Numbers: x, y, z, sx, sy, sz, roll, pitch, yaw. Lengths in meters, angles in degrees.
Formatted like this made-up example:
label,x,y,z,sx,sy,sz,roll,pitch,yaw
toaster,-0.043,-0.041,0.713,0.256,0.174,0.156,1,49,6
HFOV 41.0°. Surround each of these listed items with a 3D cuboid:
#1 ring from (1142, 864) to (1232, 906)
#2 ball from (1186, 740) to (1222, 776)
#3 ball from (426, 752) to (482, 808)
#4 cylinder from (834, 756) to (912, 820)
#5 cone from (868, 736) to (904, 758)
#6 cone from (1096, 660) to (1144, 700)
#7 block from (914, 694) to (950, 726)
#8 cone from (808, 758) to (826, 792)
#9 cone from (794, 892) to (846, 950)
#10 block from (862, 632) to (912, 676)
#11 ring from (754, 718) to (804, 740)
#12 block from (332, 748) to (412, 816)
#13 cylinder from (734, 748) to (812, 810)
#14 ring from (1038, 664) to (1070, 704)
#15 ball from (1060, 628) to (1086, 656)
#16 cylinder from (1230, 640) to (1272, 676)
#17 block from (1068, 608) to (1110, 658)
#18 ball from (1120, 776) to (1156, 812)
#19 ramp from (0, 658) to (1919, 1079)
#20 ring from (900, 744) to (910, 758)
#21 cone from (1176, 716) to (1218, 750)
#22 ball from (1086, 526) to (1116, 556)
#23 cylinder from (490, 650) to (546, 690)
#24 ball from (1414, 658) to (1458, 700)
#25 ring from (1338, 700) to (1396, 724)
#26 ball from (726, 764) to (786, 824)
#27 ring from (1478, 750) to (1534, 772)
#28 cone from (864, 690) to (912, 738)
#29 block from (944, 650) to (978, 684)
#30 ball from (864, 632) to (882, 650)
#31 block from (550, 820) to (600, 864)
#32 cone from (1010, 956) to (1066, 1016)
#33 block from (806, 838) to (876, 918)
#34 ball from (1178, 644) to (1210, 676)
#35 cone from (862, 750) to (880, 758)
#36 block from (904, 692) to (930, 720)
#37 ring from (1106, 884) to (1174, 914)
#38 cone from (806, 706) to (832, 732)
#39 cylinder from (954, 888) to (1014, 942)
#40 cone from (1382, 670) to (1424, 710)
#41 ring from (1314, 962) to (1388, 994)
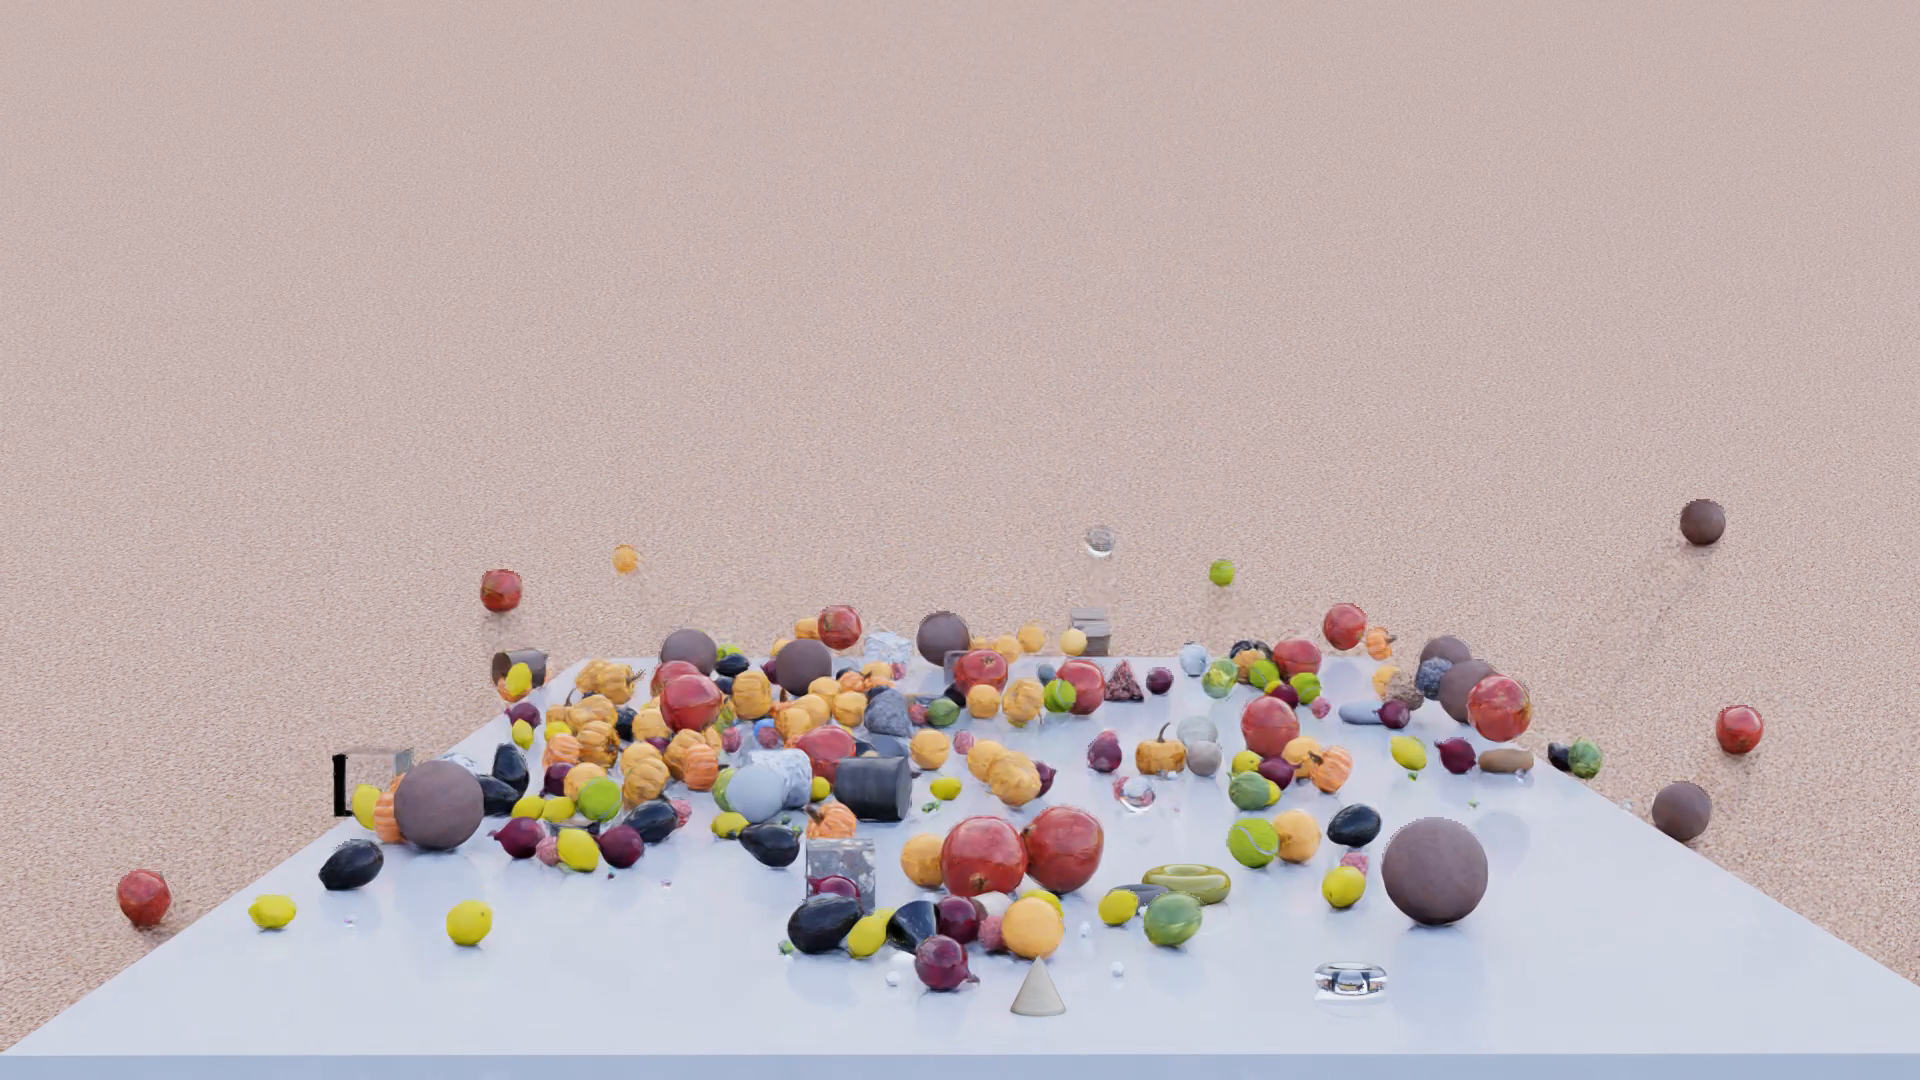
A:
label,x,y,z,sx,sy,sz,roll,pitch,yaw
ring,0.292,0.446,3.325,0.117,0.039,0.117,0,4,0
ball,0.421,0.376,4.431,0.062,0.062,0.062,0,22,0
ball,-0.806,0.382,4.095,0.088,0.088,0.088,0,22,0
cylinder,-0.134,0.382,3.964,0.096,0.096,0.096,0,21,13
cone,-0.139,0.389,4.495,0.067,0.067,0.067,4,30,10
cone,0.335,0.326,5.569,0.099,0.099,0.099,-27,24,0
block,-0.057,0.342,5.172,0.054,0.054,0.054,2,4,34
cone,-0.254,0.404,4.205,0.072,0.072,0.072,-1,23,0
cone,-0.153,0.465,3.044,0.067,0.067,0.067,-9,33,-22
block,-0.170,0.268,6.009,0.076,0.076,0.076,20,17,34
ring,-0.350,0.364,4.959,0.097,0.032,0.097,1,3,0
block,-0.925,0.381,4.049,0.095,0.095,0.095,0,3,6
cylinder,-0.295,0.379,4.067,0.094,0.094,0.094,-2,20,-27
ring,0.201,0.307,5.499,0.032,0.097,0.097,-35,32,-12
ball,0.289,0.262,6.559,0.070,0.070,0.070,0,22,0
cylinder,0.681,0.275,6.012,0.083,0.083,0.083,8,0,20
block,0.340,0.242,6.756,0.091,0.091,0.091,-3,52,-7
ball,0.281,0.400,4.039,0.056,0.056,0.056,0,22,0
ramp,0.050,0.452,4.532,2.000,0.100,4.000,0,3,0
ring,-0.127,0.383,4.662,0.075,0.025,0.075,1,3,0
cone,0.432,0.376,4.713,0.076,0.076,0.076,4,30,9
ball,0.407,0.005,7.413,0.086,0.086,0.086,0,22,0
cylinder,-0.996,0.293,5.795,0.088,0.088,0.088,-3,18,-44
ball,0.973,0.284,5.244,0.088,0.088,0.088,0,22,0
ring,0.822,0.349,5.193,0.115,0.038,0.115,-1,3,0
ball,-0.313,0.388,3.938,0.090,0.090,0.090,0,22,0
ring,0.957,0.387,4.502,0.098,0.033,0.098,-1,3,0
cone,-0.119,0.357,4.978,0.099,0.099,0.099,-15,38,-33
block,0.002,0.293,5.942,0.071,0.071,0.071,0,3,4
ball,-0.219,0.271,6.704,0.066,0.066,0.066,0,22,0
block,-0.542,0.424,3.620,0.052,0.052,0.052,1,3,13
cone,0.083,0.467,2.716,0.060,0.060,0.060,0,3,0
block,-0.151,0.427,3.251,0.084,0.084,0.084,0,3,-5
ball,0.556,0.283,6.092,0.075,0.075,0.075,0,22,0
cone,-0.134,0.399,4.263,0.075,0.075,0.075,32,35,28
block,-0.091,0.339,5.240,0.052,0.052,0.052,0,3,7
ring,0.228,0.455,3.252,0.087,0.029,0.087,-1,2,0
cone,-0.269,0.363,5.064,0.053,0.053,0.053,-8,32,-19
cylinder,0.029,0.452,3.086,0.052,0.052,0.052,16,30,35
cone,0.892,0.322,5.287,0.089,0.089,0.089,-20,29,-40
ring,0.427,0.478,2.810,0.080,0.027,0.080,1,-1,0
